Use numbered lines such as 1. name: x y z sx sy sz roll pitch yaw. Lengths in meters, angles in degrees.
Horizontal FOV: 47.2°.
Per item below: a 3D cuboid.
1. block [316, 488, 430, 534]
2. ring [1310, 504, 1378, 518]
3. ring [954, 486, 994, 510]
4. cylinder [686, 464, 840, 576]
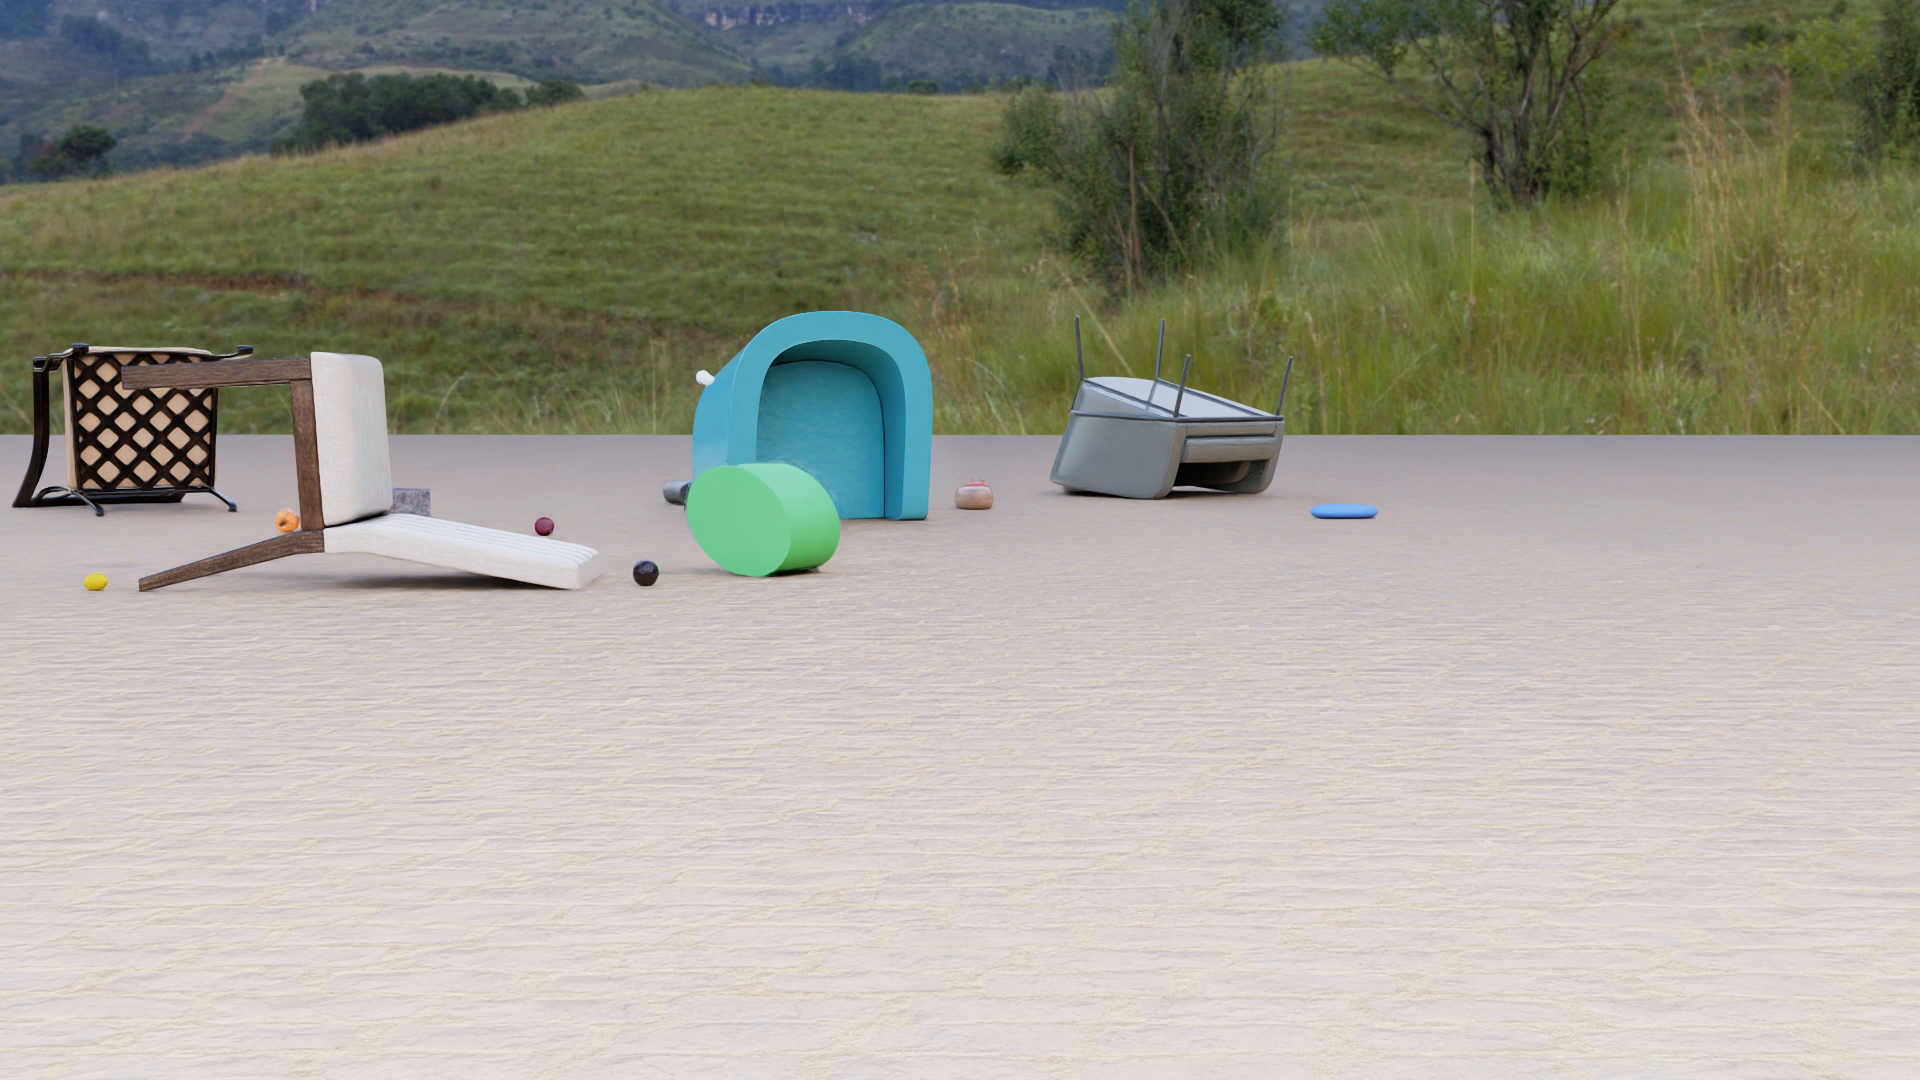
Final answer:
1. block: -1.869 -0.095 7.017 0.169 0.125 0.340 2 4 26
2. ring: 1.343 -0.100 7.688 0.251 0.044 0.200 -2 4 -29
3. ring: 0.053 -0.157 8.252 0.140 0.082 0.199 -3 4 -19
4. cylinder: -0.479 -0.051 5.367 0.318 0.243 0.222 35 19 22
